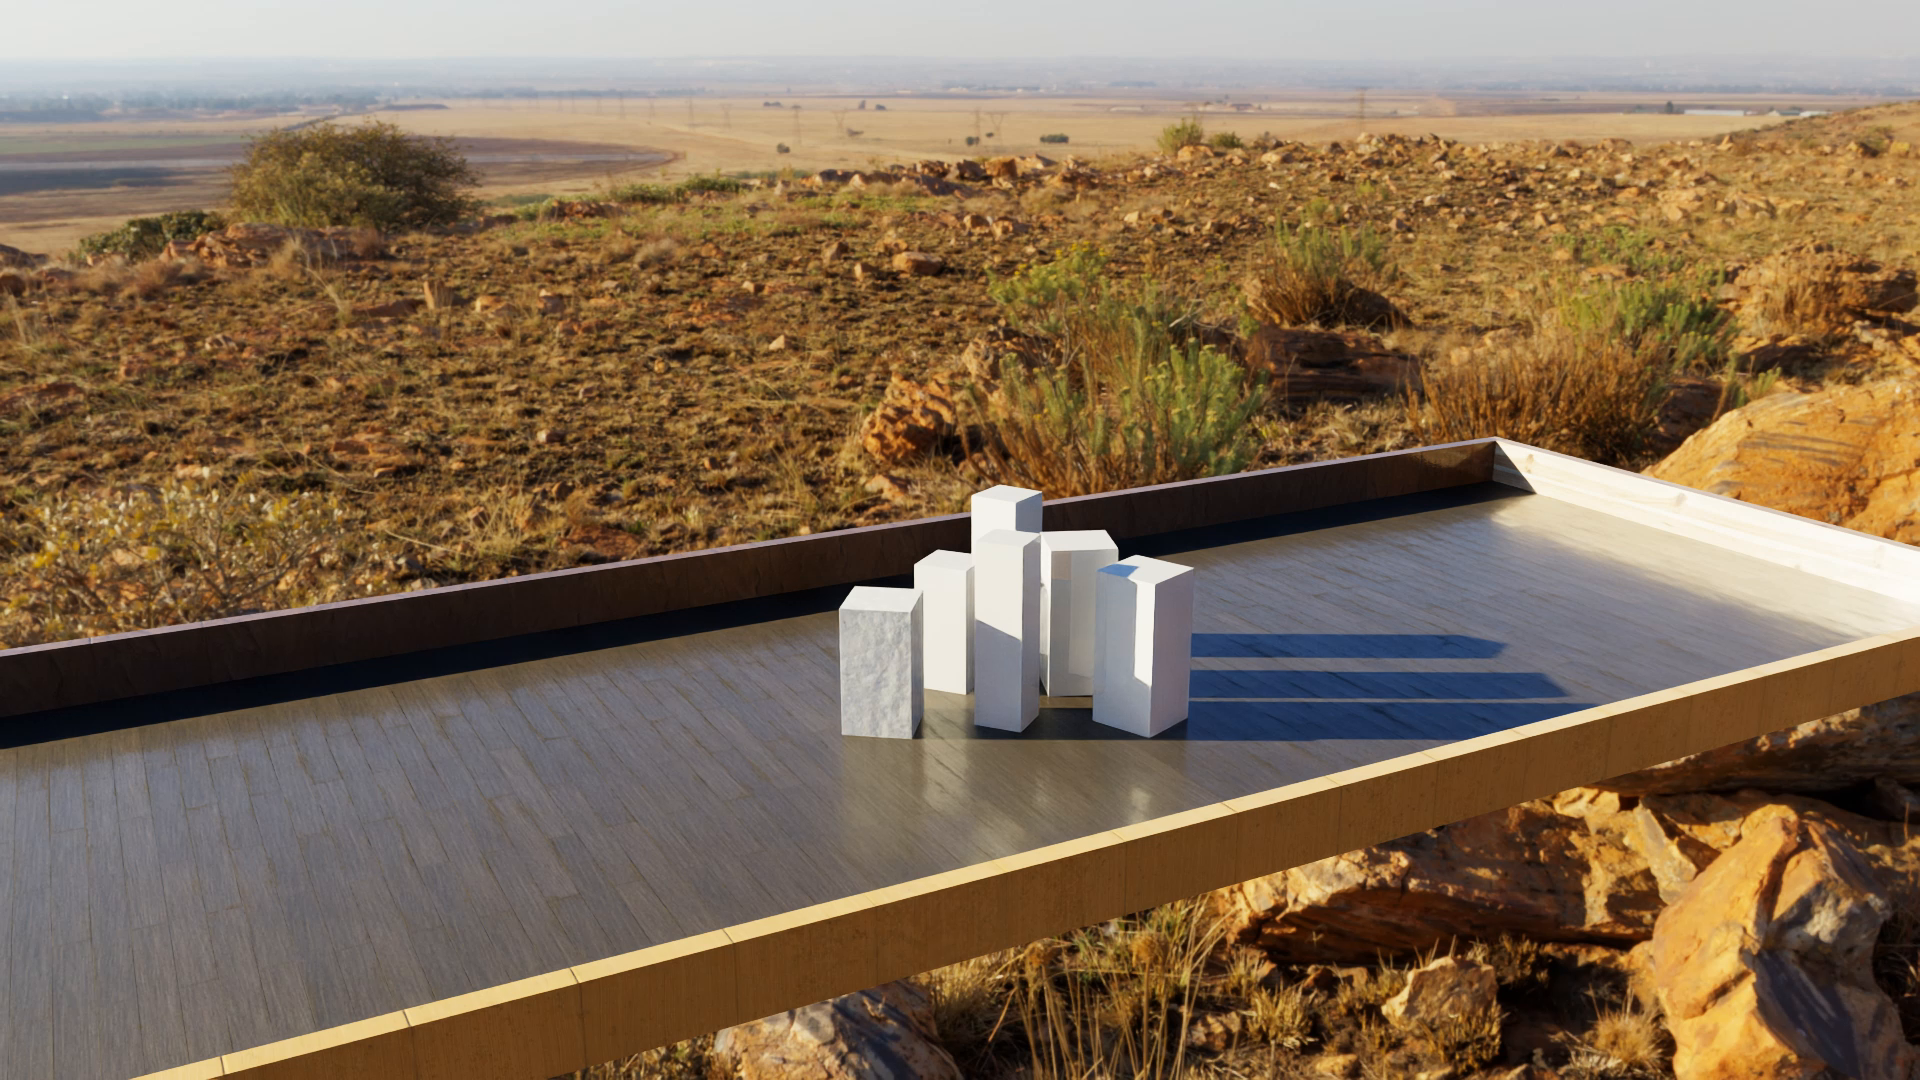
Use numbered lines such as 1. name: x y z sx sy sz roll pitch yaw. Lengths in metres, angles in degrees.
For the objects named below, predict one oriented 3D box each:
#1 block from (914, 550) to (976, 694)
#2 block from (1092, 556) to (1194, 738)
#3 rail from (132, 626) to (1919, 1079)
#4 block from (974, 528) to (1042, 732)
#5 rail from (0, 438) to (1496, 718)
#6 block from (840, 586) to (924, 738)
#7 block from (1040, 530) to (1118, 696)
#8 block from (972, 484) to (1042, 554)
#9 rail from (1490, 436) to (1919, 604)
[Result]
1. block: -0.021 0.203 4.100 0.137 0.319 0.137 7 18 23
2. block: 0.427 0.246 3.858 0.162 0.372 0.162 13 21 38
3. rail: -2.336 1.006 1.665 12.000 0.150 0.050 -9 18 -27
4. block: 0.111 0.210 3.843 0.117 0.450 0.117 7 18 23
5. rail: -3.305 0.497 3.399 12.000 0.150 0.050 -9 18 -27
6. block: -0.179 0.284 3.842 0.164 0.309 0.164 2 17 8
7. block: 0.290 0.180 4.079 0.164 0.374 0.164 -2 16 -6
8. block: 0.123 0.079 4.349 0.134 0.416 0.134 11 20 32
9. rail: 2.466 -0.048 5.253 0.050 0.150 2.100 -9 18 -27
